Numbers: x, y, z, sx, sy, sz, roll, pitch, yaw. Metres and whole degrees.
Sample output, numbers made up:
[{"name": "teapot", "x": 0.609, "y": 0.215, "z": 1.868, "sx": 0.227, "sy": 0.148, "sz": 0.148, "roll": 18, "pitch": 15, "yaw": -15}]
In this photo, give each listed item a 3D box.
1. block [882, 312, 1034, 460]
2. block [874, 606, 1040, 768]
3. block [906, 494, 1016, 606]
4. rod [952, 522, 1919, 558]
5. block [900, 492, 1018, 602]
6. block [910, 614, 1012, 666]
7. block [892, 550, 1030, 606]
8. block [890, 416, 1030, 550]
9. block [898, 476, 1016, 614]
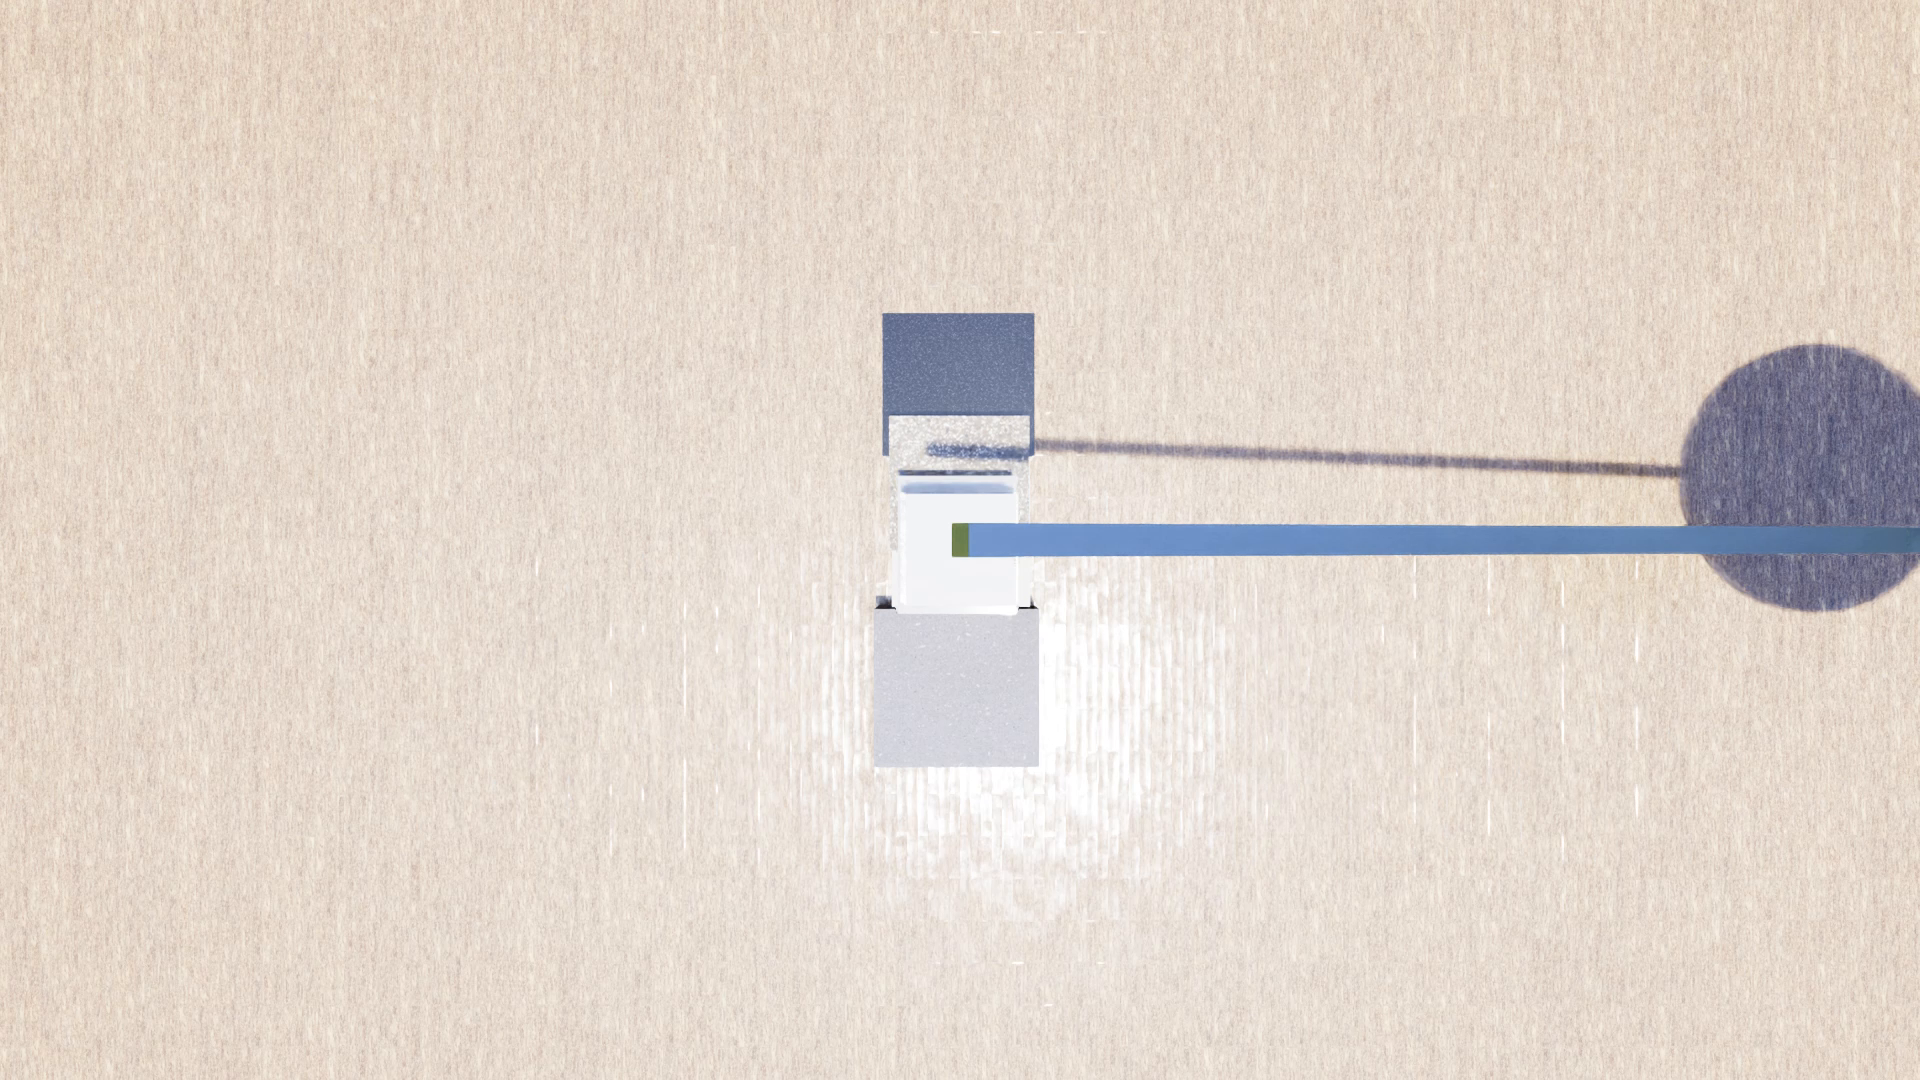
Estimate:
[{"name": "block", "x": -0.008, "y": -0.867, "z": 12.628, "sx": 0.850, "sy": 0.743, "sz": 0.799, "roll": 0, "pitch": 90, "yaw": 0}, {"name": "block", "x": -0.019, "y": 0.825, "z": 12.617, "sx": 0.923, "sy": 0.767, "sz": 0.881, "roll": 0, "pitch": 90, "yaw": 0}, {"name": "block", "x": 0.005, "y": 0.041, "z": 10.117, "sx": 0.495, "sy": 0.480, "sz": 0.501, "roll": 0, "pitch": 91, "yaw": 0}, {"name": "rod", "x": 2.234, "y": 0.000, "z": 6.451, "sx": 5.200, "sy": 0.080, "sz": 0.080, "roll": 0, "pitch": 90, "yaw": -31}, {"name": "block", "x": -0.002, "y": 0.031, "z": 10.663, "sx": 0.555, "sy": 0.613, "sz": 0.517, "roll": 0, "pitch": 91, "yaw": 0}, {"name": "block", "x": 0.003, "y": 0.360, "z": 11.963, "sx": 0.539, "sy": 0.540, "sz": 0.615, "roll": 0, "pitch": 90, "yaw": 0}, {"name": "block", "x": 0.006, "y": -0.041, "z": 12.664, "sx": 0.773, "sy": 0.672, "sz": 0.832, "roll": 0, "pitch": 90, "yaw": 0}, {"name": "block", "x": -0.004, "y": -0.306, "z": 11.918, "sx": 0.737, "sy": 0.684, "sz": 0.709, "roll": 0, "pitch": 91, "yaw": 0}, {"name": "block", "x": -0.014, "y": 0.019, "z": 11.276, "sx": 0.592, "sy": 0.612, "sz": 0.688, "roll": 0, "pitch": 91, "yaw": 0}]
